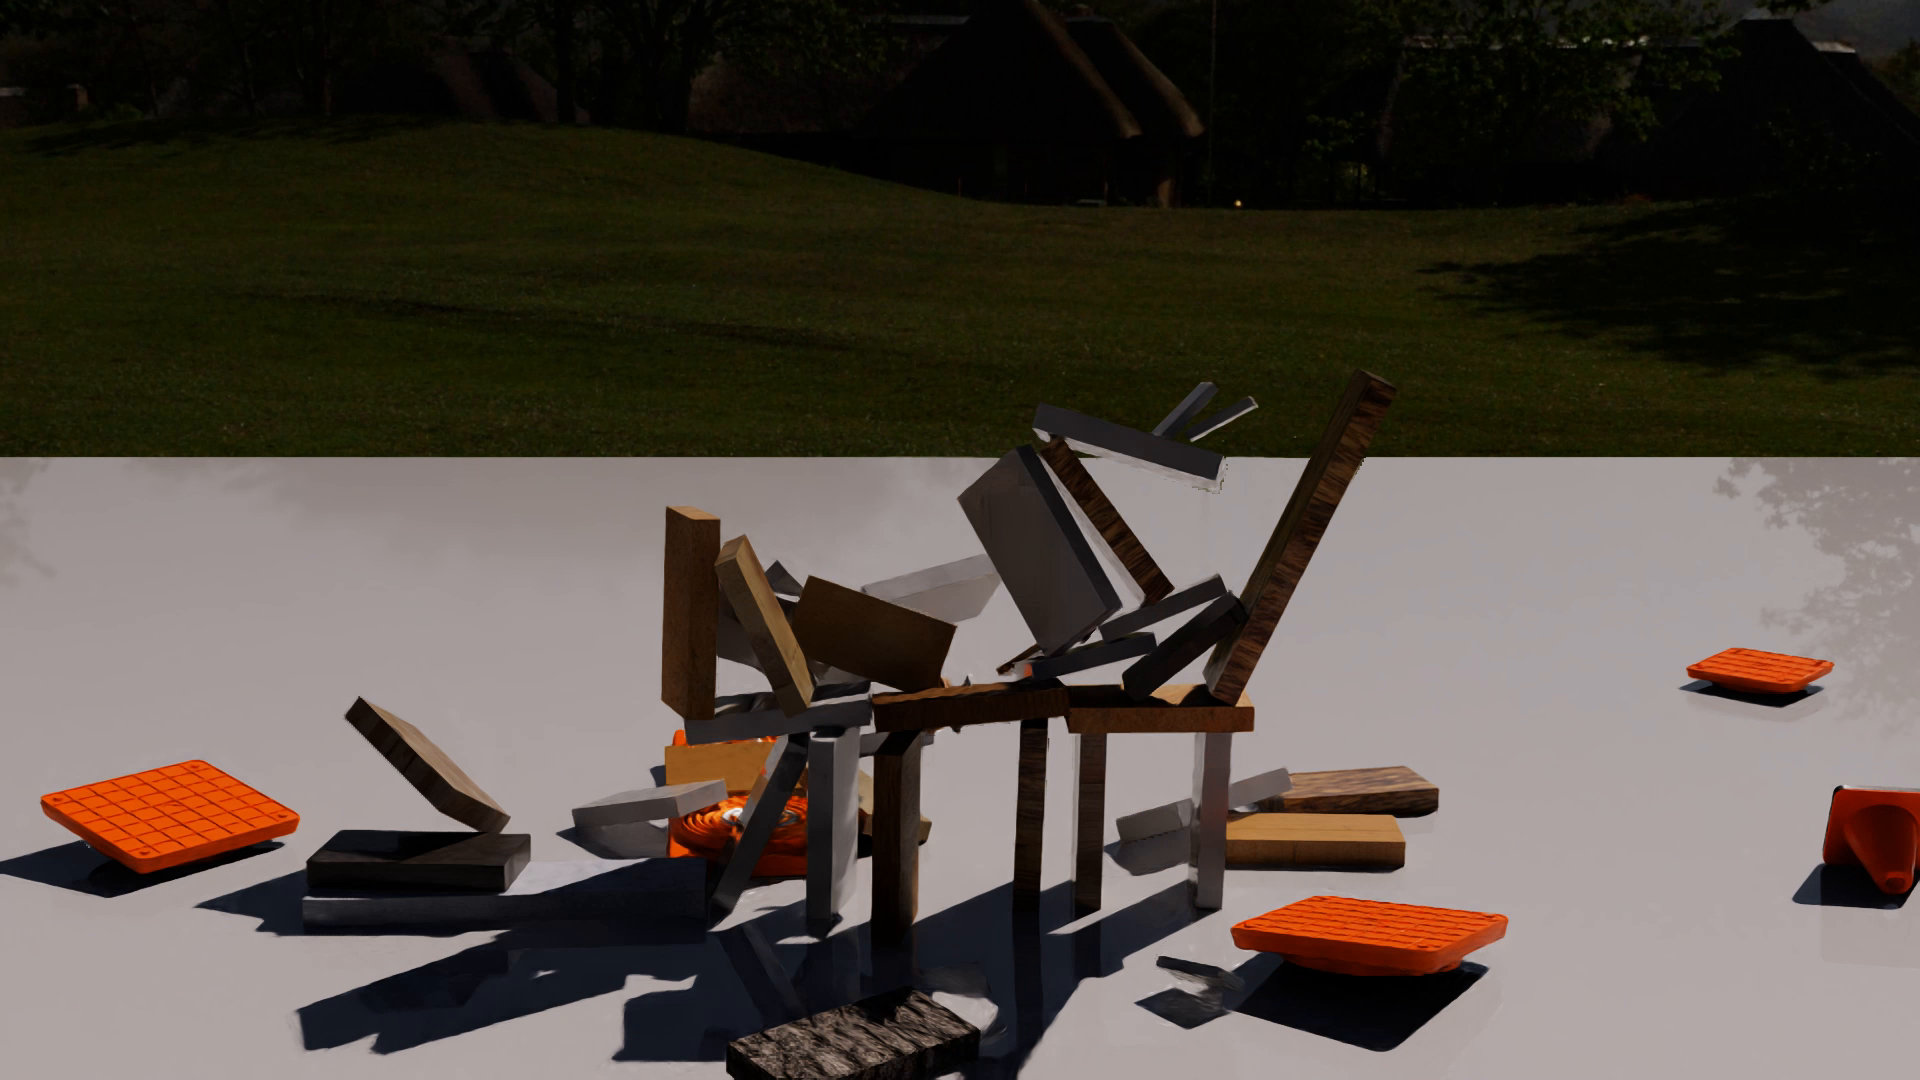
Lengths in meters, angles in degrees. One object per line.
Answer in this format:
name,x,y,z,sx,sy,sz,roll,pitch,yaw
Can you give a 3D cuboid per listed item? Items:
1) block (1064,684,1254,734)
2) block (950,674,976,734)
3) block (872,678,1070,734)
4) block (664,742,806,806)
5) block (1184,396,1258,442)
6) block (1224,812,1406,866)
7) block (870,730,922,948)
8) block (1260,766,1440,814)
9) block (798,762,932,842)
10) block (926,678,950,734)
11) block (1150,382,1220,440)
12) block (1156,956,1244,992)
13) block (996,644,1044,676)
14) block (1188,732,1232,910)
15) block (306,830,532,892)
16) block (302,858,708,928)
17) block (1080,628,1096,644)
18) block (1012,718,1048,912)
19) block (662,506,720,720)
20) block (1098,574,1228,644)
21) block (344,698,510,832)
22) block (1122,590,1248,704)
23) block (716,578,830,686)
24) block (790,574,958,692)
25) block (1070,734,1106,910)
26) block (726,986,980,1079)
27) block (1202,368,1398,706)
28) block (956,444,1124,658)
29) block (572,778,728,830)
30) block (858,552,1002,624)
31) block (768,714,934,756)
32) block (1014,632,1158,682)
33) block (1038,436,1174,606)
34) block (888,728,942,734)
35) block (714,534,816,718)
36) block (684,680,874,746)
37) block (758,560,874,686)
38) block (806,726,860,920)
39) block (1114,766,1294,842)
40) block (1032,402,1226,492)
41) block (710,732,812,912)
block,0.322,0.276,3.608,0.298,0.042,0.149,0,11,-1
block,0.006,0.277,3.720,0.013,0.091,0.045,15,27,-17
block,0.015,0.267,3.570,0.309,0.044,0.154,-5,3,-3
block,-0.429,0.446,4.193,0.263,0.037,0.131,-2,37,-9
block,0.423,-0.196,3.563,0.120,0.017,0.060,-28,-6,14
block,0.620,0.528,3.885,0.308,0.043,0.153,0,11,3
block,-0.100,0.468,3.477,0.044,0.309,0.154,3,11,10
block,0.729,0.478,4.154,0.306,0.043,0.153,-2,11,-12
block,-0.183,0.477,4.037,0.131,0.037,0.316,12,7,-30
block,-0.038,0.280,3.726,0.013,0.091,0.045,7,40,-28
block,0.367,-0.209,3.590,0.120,0.017,0.060,-45,13,-6
block,0.350,0.634,3.216,0.120,0.017,0.060,1,-26,48
block,0.133,0.185,3.687,0.045,0.013,0.167,-2,-26,-48
block,0.412,0.443,3.640,0.042,0.298,0.149,2,11,0
block,-0.889,0.528,3.625,0.325,0.046,0.162,1,11,4
block,-0.737,0.578,3.610,0.637,0.046,0.162,-1,11,-5
block,0.222,0.140,3.649,0.013,0.045,0.091,35,-22,3
block,0.116,0.440,3.629,0.044,0.309,0.154,3,11,2
block,-0.439,0.117,3.575,0.046,0.325,0.162,-1,8,-22
block,0.335,0.113,3.644,0.216,0.031,0.108,-23,0,5
block,-0.913,0.389,3.765,0.310,0.044,0.155,34,-5,37
block,0.365,0.173,3.585,0.228,0.031,0.108,-39,8,7
block,-0.325,0.153,3.740,0.263,0.131,0.037,19,13,-33
block,-0.150,0.164,3.686,0.263,0.131,0.037,19,0,4
block,0.212,0.444,3.639,0.042,0.298,0.149,1,11,0
block,-0.142,0.689,2.968,0.311,0.044,0.155,-9,20,-39
block,0.545,-0.007,3.561,0.044,0.567,0.154,25,10,-3
block,0.128,0.018,3.580,0.044,0.310,0.155,-11,-24,-49
block,-0.563,0.479,3.983,0.263,0.037,0.131,-11,2,36
block,-0.069,0.113,4.043,0.310,0.155,0.044,-15,61,-35
block,-0.225,0.404,4.553,0.306,0.043,0.153,-6,12,-30
block,0.207,0.193,3.633,0.216,0.031,0.108,-13,1,-14
block,0.233,-0.029,3.618,0.044,0.308,0.154,-37,0,-3
block,-0.079,0.306,3.780,0.091,0.045,0.013,-3,-24,-13
block,-0.311,0.137,3.525,0.037,0.275,0.131,-22,15,8
block,-0.294,0.283,3.621,0.298,0.042,0.149,-7,9,2
block,-0.280,0.187,3.844,0.155,0.310,0.044,-44,40,-3
block,-0.207,0.453,3.590,0.042,0.298,0.149,4,11,13
block,0.443,0.478,3.980,0.310,0.044,0.155,-10,-10,-43
block,0.279,-0.152,3.604,0.308,0.044,0.154,17,-3,10
block,-0.329,0.451,3.634,0.042,0.298,0.149,25,7,-9
